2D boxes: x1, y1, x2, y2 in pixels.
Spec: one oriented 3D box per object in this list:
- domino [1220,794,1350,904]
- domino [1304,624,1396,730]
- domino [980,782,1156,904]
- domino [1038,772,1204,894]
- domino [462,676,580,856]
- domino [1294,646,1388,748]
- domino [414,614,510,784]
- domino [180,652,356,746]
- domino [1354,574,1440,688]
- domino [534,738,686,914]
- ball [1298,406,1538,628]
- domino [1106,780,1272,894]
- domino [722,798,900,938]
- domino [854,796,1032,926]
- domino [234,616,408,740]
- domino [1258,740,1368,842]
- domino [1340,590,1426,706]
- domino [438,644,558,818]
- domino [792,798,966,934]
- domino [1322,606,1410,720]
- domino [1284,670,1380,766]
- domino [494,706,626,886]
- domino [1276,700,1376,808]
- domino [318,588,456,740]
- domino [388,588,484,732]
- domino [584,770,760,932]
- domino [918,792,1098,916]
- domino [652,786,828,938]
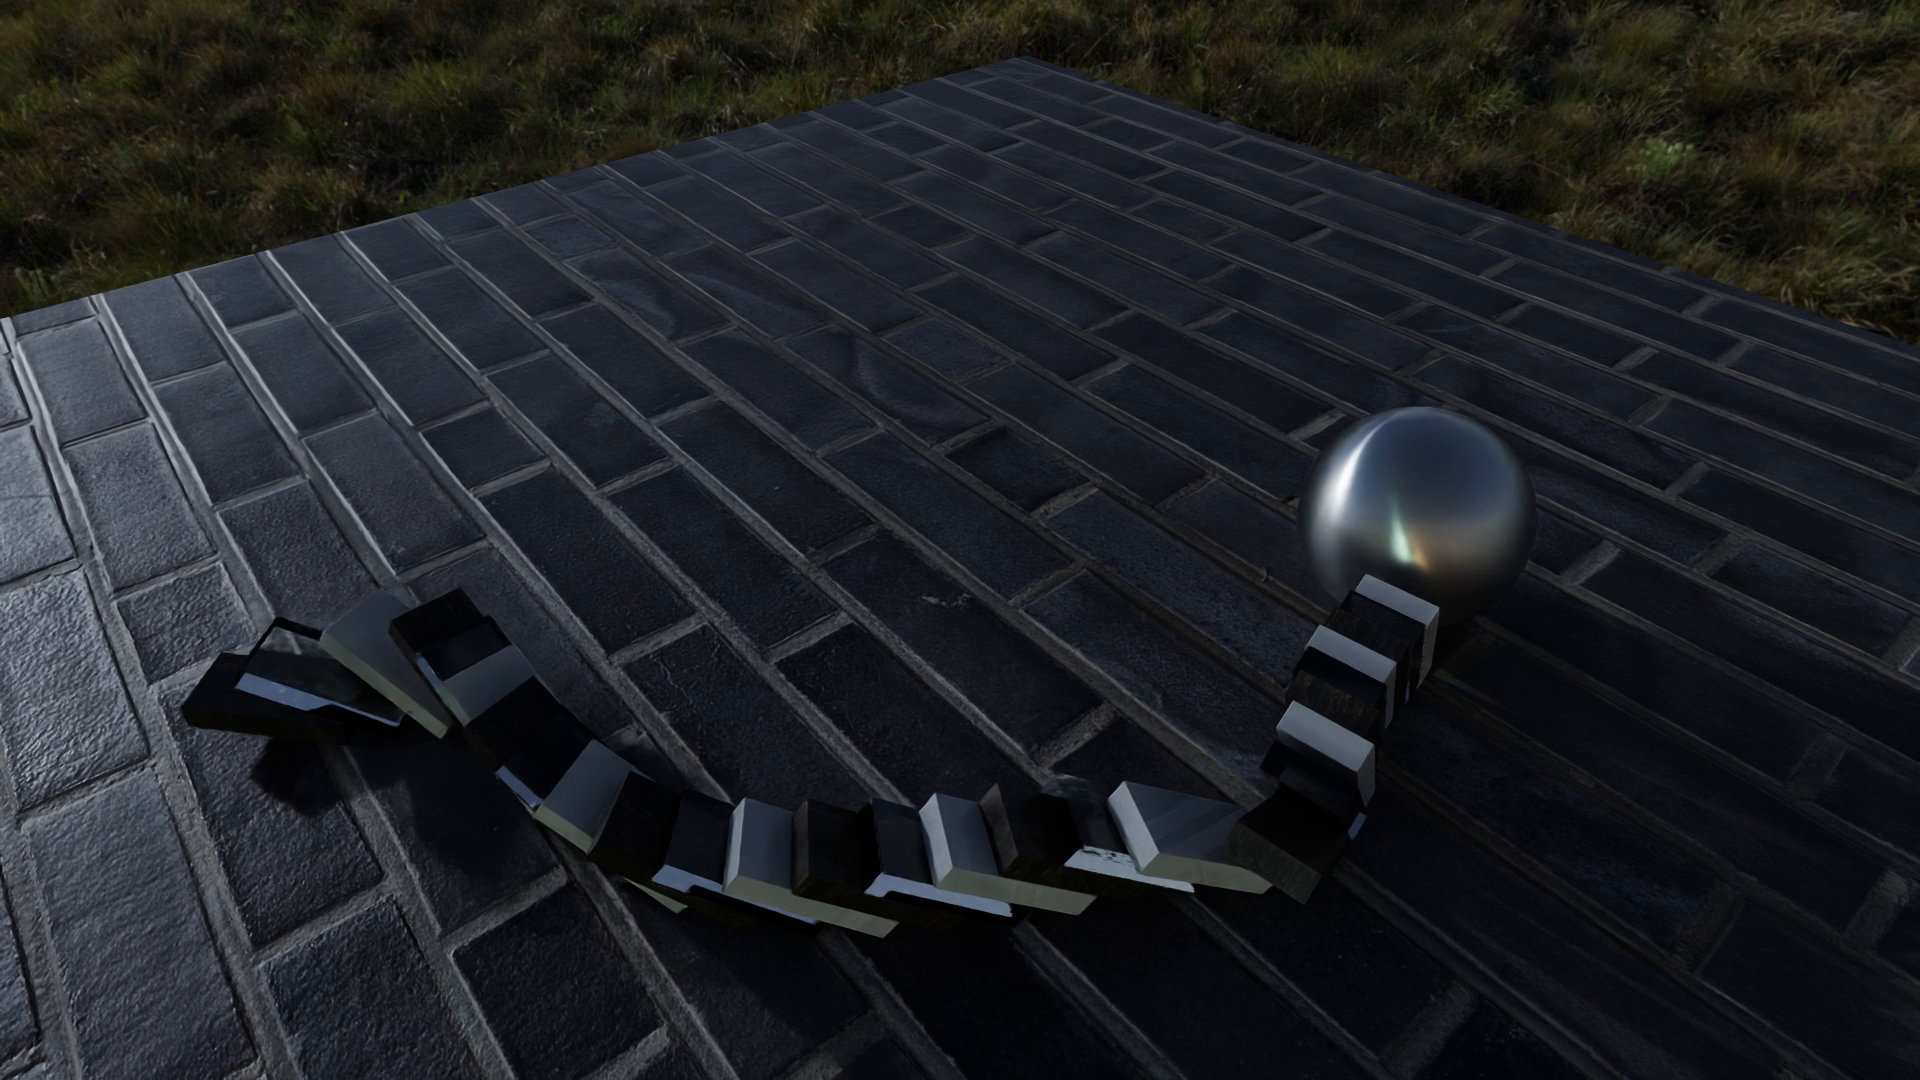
[{"bbox_3d":[0.094,0.087,0.314,0.025,0.010,0.050,30,11,26],"label":"domino"},{"bbox_3d":[0.126,0.047,0.355,0.025,0.050,0.010,29,75,31],"label":"domino"},{"bbox_3d":[0.031,0.087,0.317,0.050,0.010,0.025,20,31,-28],"label":"domino"},{"bbox_3d":[0.048,0.085,0.319,0.050,0.010,0.025,20,31,-28],"label":"domino"},{"bbox_3d":[-0.125,0.069,0.338,0.050,0.009,0.025,46,47,1],"label":"domino"},{"bbox_3d":[0.120,0.053,0.348,0.025,0.050,0.009,29,75,31],"label":"domino"},{"bbox_3d":[-0.152,0.051,0.359,0.025,0.010,0.050,-32,80,-42],"label":"domino"},{"bbox_3d":[-0.228,0.053,0.371,0.050,0.010,0.025,9,39,-6],"label":"domino"},{"bbox_3d":[0.147,0.032,0.374,0.025,0.050,0.009,29,74,31],"label":"domino"},{"bbox_3d":[-0.095,0.083,0.321,0.050,0.010,0.025,38,42,-9],"label":"domino"},{"bbox_3d":[0.164,-0.008,0.397,0.080,0.080,0.080,0,39,0],"label":"ball"},{"bbox_3d":[0.068,0.086,0.318,0.050,0.009,0.025,18,30,-31],"label":"domino"},{"bbox_3d":[-0.041,0.093,0.310,0.050,0.010,0.025,25,33,-23],"label":"domino"},{"bbox_3d":[-0.005,0.091,0.312,0.050,0.009,0.025,22,31,-27],"label":"domino"},{"bbox_3d":[-0.208,0.046,0.367,0.050,0.009,0.025,24,36,-16],"label":"domino"},{"bbox_3d":[0.104,0.074,0.323,0.025,0.050,0.010,29,82,30],"label":"domino"},{"bbox_3d":[0.140,0.037,0.368,0.025,0.050,0.010,29,74,31],"label":"domino"},{"bbox_3d":[-0.138,0.060,0.349,0.050,0.009,0.025,50,47,6],"label":"domino"},{"bbox_3d":[-0.023,0.092,0.310,0.050,0.009,0.025,24,32,-25],"label":"domino"},{"bbox_3d":[0.133,0.042,0.362,0.025,0.050,0.010,29,74,31],"label":"domino"},{"bbox_3d":[0.116,0.059,0.340,0.025,0.050,0.009,29,75,31],"label":"domino"},{"bbox_3d":[-0.111,0.076,0.330,0.050,0.009,0.025,43,47,-2],"label":"domino"},{"bbox_3d":[0.111,0.066,0.332,0.025,0.050,0.010,29,76,31],"label":"domino"},{"bbox_3d":[-0.185,0.041,0.370,0.050,0.010,0.025,40,39,-6],"label":"domino"},{"bbox_3d":[-0.165,0.043,0.369,0.050,0.009,0.025,50,46,6],"label":"domino"},{"bbox_3d":[-0.078,0.089,0.314,0.050,0.010,0.025,31,38,-16],"label":"domino"},{"bbox_3d":[0.014,0.090,0.314,0.050,0.009,0.025,21,31,-28],"label":"domino"},{"bbox_3d":[-0.059,0.091,0.311,0.050,0.010,0.025,27,35,-20],"label":"domino"}]
